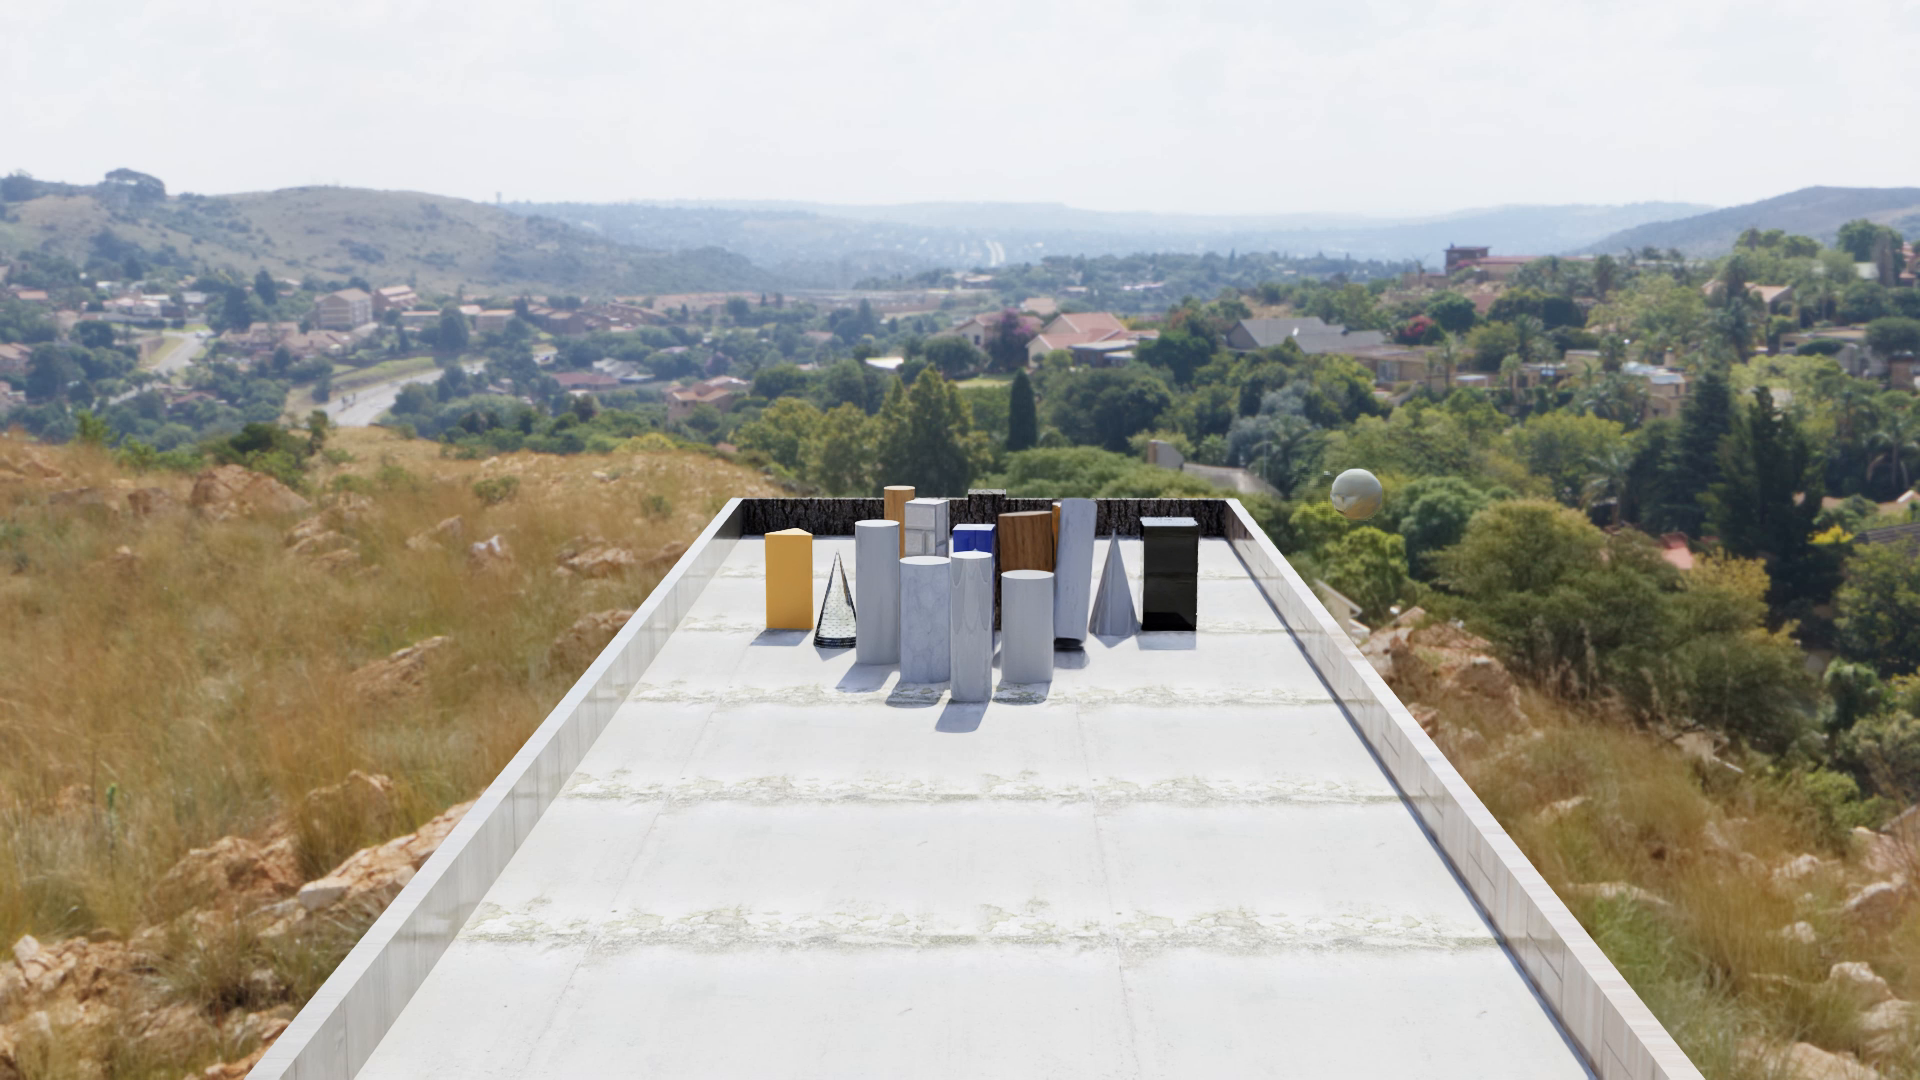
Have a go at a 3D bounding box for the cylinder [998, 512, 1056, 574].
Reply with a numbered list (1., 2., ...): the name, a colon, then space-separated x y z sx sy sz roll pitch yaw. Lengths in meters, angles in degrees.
1. cylinder: 0.217 0.116 6.947 0.171 0.400 0.171 -4 4 0

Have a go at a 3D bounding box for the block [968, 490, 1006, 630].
1. block: 0.088 0.063 7.185 0.123 0.446 0.123 0 9 1

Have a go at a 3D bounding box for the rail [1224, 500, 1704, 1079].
1. rail: 1.046 0.843 3.208 0.050 0.150 12.000 0 9 1

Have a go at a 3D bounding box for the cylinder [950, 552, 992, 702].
1. cylinder: 0.031 0.243 6.179 0.118 0.407 0.118 0 9 0

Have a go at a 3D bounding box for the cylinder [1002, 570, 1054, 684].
1. cylinder: 0.197 0.253 6.429 0.154 0.308 0.154 0 9 0

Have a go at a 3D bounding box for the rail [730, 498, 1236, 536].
1. rail: 0.099 -0.098 9.147 2.100 0.150 0.050 0 9 1

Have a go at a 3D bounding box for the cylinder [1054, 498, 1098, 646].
1. cylinder: 0.356 0.102 6.905 0.117 0.451 0.117 5 -16 1

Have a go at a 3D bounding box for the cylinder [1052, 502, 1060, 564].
1. cylinder: 0.357 0.085 7.163 0.117 0.409 0.117 0 9 0

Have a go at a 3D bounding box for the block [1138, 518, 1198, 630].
1. block: 0.682 0.111 7.206 0.176 0.346 0.176 0 9 0

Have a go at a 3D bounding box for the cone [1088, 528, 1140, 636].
1. cone: 0.499 0.124 7.128 0.172 0.343 0.172 0 9 0

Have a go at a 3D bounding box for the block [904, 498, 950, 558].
1. block: -0.103 0.101 6.937 0.104 0.449 0.104 4 10 25

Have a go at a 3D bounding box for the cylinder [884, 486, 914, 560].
1. cylinder: -0.197 0.057 7.187 0.100 0.458 0.100 0 9 0

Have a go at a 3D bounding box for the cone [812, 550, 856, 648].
1. cone: -0.384 0.175 6.922 0.165 0.309 0.165 0 9 0

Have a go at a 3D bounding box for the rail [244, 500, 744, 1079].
1. rail: -1.004 0.839 3.234 0.050 0.150 12.000 0 9 1

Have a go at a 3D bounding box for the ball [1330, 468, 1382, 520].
1. ball: 1.335 -0.154 7.403 0.172 0.172 0.172 0 9 0

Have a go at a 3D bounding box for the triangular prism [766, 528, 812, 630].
1. triangular prism: -0.548 0.125 7.226 0.154 0.311 0.134 1 9 7

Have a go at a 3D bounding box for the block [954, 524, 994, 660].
1. block: 0.043 0.163 6.680 0.114 0.408 0.114 1 9 7

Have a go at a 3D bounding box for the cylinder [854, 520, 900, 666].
1. cylinder: -0.250 0.158 6.662 0.133 0.423 0.133 0 9 0

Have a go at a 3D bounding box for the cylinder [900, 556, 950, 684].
1. cylinder: -0.100 0.232 6.425 0.151 0.350 0.151 0 9 0
